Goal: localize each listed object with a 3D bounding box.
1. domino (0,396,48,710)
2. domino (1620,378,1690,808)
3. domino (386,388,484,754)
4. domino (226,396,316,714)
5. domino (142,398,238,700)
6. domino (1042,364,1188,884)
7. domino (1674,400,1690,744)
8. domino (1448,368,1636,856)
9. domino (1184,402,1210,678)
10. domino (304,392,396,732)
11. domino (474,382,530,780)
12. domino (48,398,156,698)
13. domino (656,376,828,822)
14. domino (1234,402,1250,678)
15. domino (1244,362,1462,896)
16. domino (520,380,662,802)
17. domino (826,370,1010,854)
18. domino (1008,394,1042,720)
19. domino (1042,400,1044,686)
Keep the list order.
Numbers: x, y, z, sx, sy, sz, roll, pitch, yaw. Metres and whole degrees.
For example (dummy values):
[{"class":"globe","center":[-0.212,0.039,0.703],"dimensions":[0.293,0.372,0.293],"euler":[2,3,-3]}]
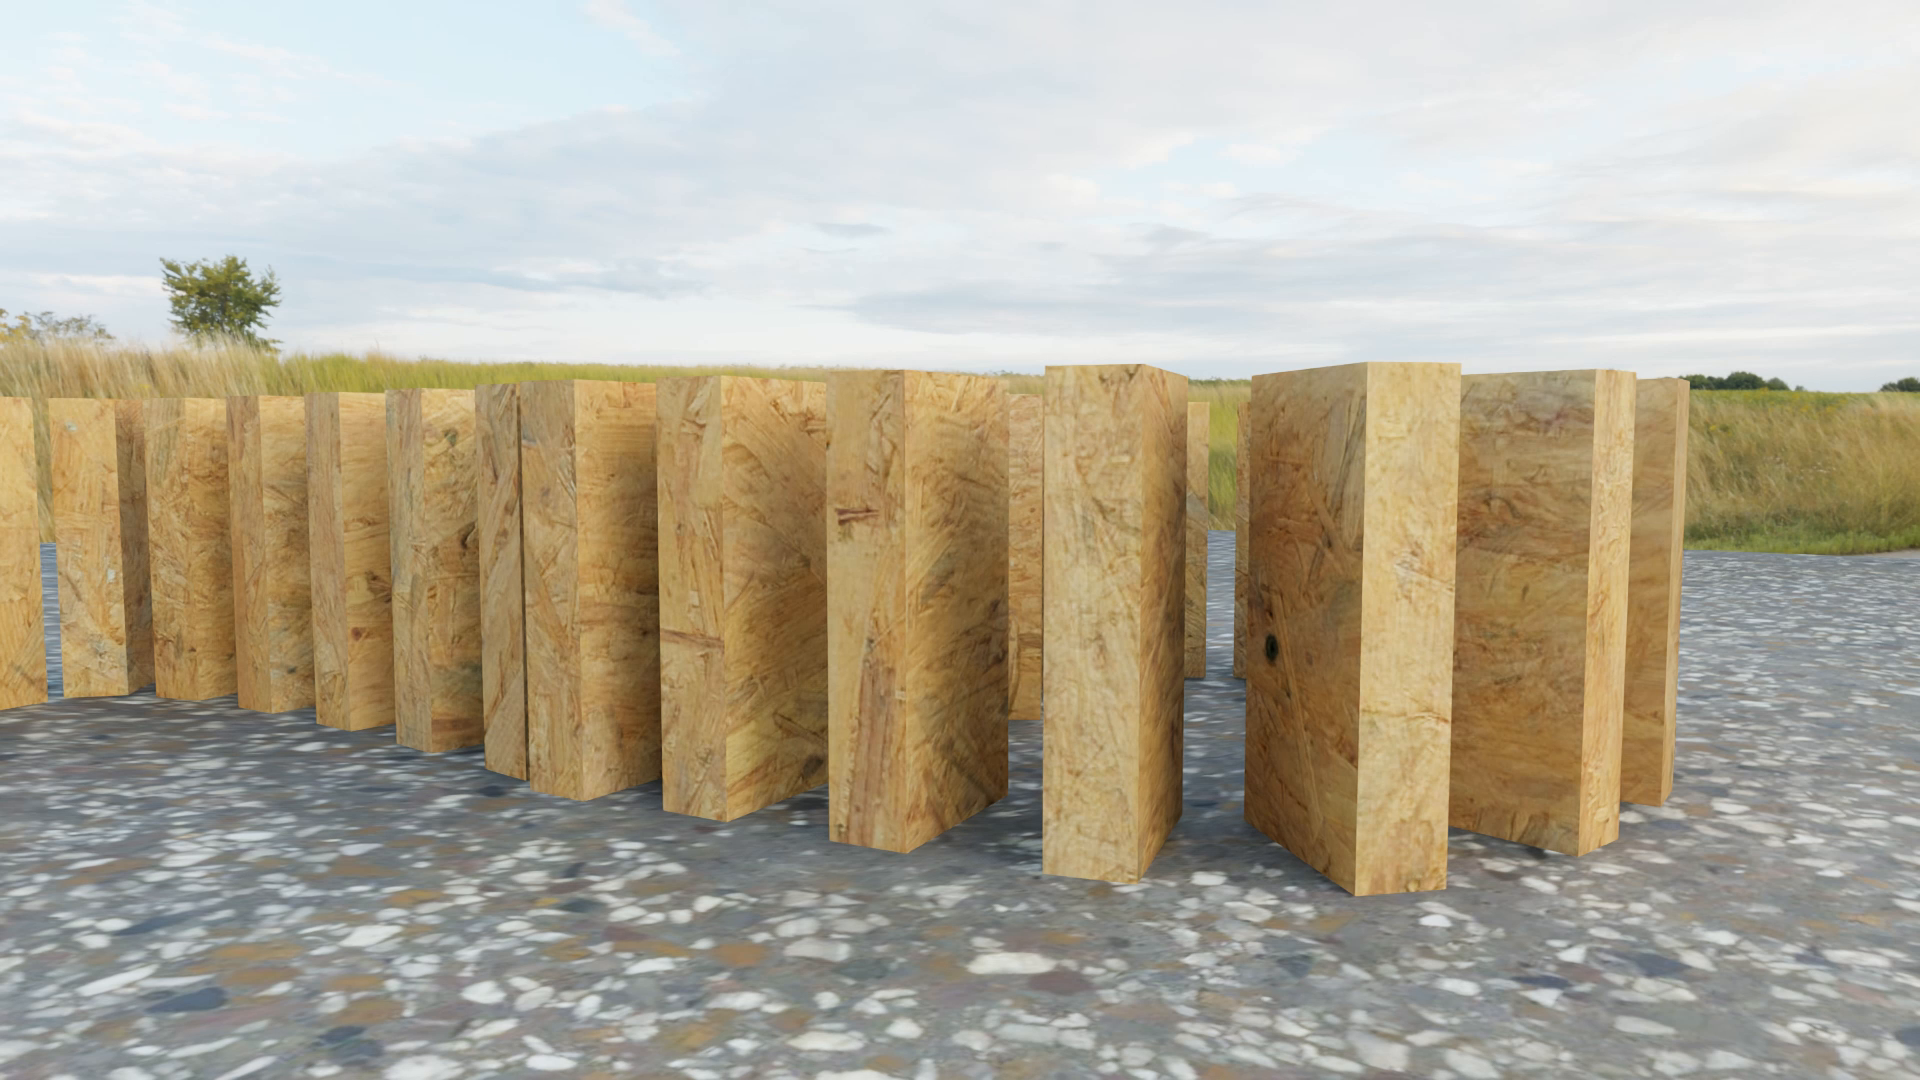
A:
[{"class":"domino","center":[-0.164,0.002,0.211],"dimensions":[0.025,0.050,0.009],"euler":[2,5,22]},{"class":"domino","center":[0.075,0.006,0.160],"dimensions":[0.025,0.050,0.009],"euler":[3,5,36]},{"class":"domino","center":[-0.069,0.004,0.187],"dimensions":[0.009,0.050,0.025],"euler":[3,5,38]},{"class":"domino","center":[-0.106,0.002,0.214],"dimensions":[0.009,0.050,0.025],"euler":[3,5,32]},{"class":"domino","center":[-0.127,0.001,0.224],"dimensions":[0.009,0.050,0.025],"euler":[2,5,19]},{"class":"domino","center":[0.017,0.007,0.135],"dimensions":[0.009,0.050,0.025],"euler":[2,5,20]},{"class":"domino","center":[0.086,0.004,0.180],"dimensions":[0.025,0.050,0.009],"euler":[2,5,20]},{"class":"domino","center":[0.059,0.007,0.143],"dimensions":[0.009,0.050,0.025],"euler":[-4,6,-40]},{"class":"domino","center":[0.039,-0.001,0.244],"dimensions":[0.009,0.050,0.025],"euler":[0,4,-4]},{"class":"domino","center":[-0.087,0.002,0.201],"dimensions":[0.010,0.050,0.025],"euler":[3,5,35]},{"class":"domino","center":[-0.051,0.005,0.173],"dimensions":[0.010,0.050,0.025],"euler":[3,6,39]},{"class":"domino","center":[-0.149,0.001,0.227],"dimensions":[0.009,0.050,0.025],"euler":[-1,4,-15]},{"class":"domino","center":[-0.024,0.006,0.156],"dimensions":[0.009,0.050,0.025],"euler":[2,5,29]},{"class":"domino","center":[0.061,0.000,0.240],"dimensions":[0.009,0.050,0.025],"euler":[3,5,36]},{"class":"domino","center":[0.039,0.008,0.132],"dimensions":[0.009,0.050,0.025],"euler":[-1,4,-12]},{"class":"domino","center":[-0.042,0.005,0.164],"dimensions":[0.010,0.050,0.025],"euler":[3,5,32]},{"class":"domino","center":[-0.004,0.007,0.145],"dimensions":[0.010,0.050,0.025],"euler":[2,5,27]},{"class":"domino","center":[0.000,0.002,0.201],"dimensions":[0.025,0.050,0.010],"euler":[0,4,0]},{"class":"domino","center":[0.002,0.001,0.224],"dimensions":[0.025,0.050,0.009],"euler":[1,4,14]}]
